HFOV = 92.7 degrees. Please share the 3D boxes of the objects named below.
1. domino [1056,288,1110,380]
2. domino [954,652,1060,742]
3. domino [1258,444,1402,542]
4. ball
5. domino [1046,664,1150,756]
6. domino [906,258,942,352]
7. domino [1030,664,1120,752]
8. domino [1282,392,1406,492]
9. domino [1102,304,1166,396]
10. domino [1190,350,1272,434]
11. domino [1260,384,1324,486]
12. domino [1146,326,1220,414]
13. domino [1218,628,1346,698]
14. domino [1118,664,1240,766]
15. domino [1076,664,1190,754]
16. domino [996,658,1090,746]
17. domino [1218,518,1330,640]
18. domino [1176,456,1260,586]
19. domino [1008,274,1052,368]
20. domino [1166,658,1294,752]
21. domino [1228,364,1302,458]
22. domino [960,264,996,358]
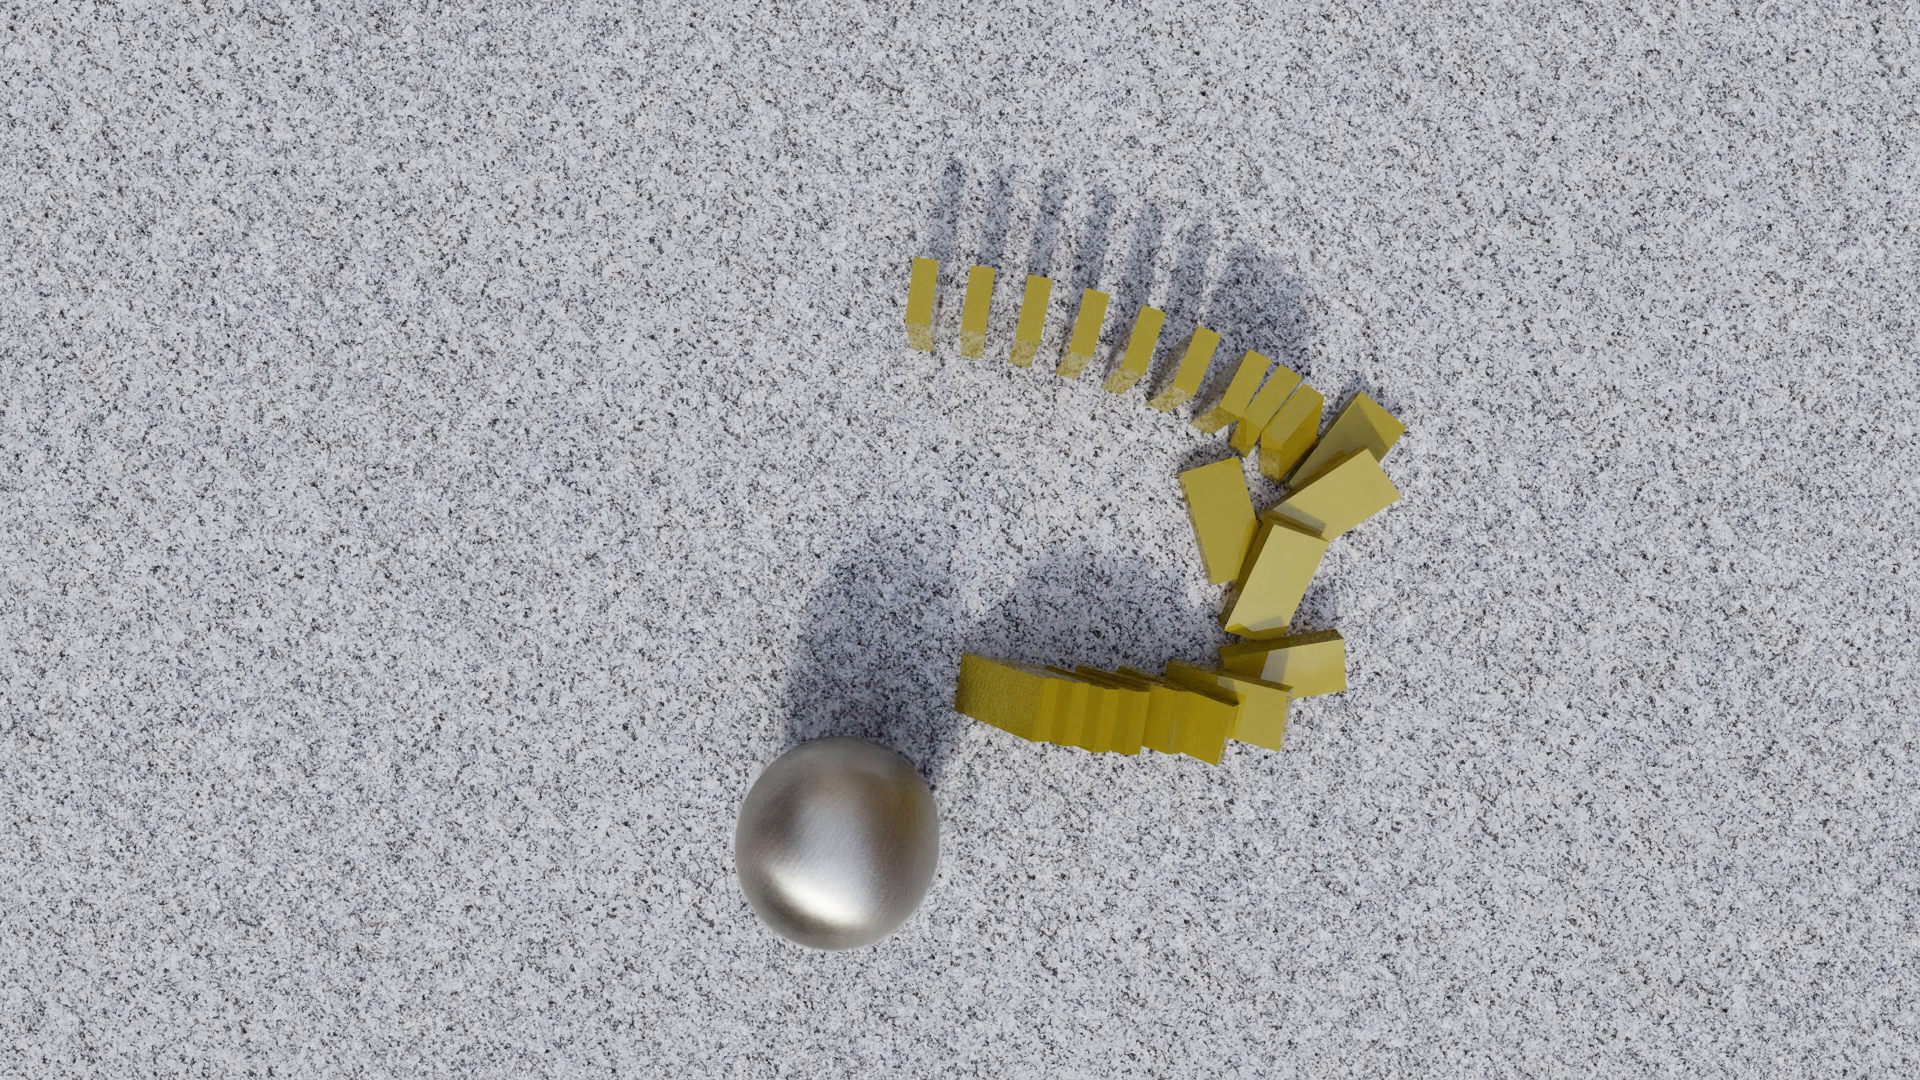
[{"bbox_3d":[0.049,-0.083,0.375,0.010,0.050,0.025,16,90,0],"label":"domino"},{"bbox_3d":[0.018,0.064,0.377,0.009,0.050,0.025,9,90,-38],"label":"domino"},{"bbox_3d":[0.154,-0.015,0.385,0.050,0.010,0.025,-36,95,19],"label":"domino"},{"bbox_3d":[-0.047,0.117,0.360,0.080,0.080,0.080,0,90,0],"label":"ball"},{"bbox_3d":[0.054,0.069,0.377,0.010,0.050,0.025,9,90,-38],"label":"domino"},{"bbox_3d":[-0.015,-0.095,0.375,0.010,0.050,0.025,8,90,0],"label":"domino"},{"bbox_3d":[0.042,0.068,0.377,0.009,0.050,0.025,9,90,-38],"label":"domino"},{"bbox_3d":[0.165,-0.036,0.395,0.025,0.010,0.050,38,90,0],"label":"domino"},{"bbox_3d":[0.070,-0.077,0.375,0.010,0.050,0.025,19,90,0],"label":"domino"},{"bbox_3d":[0.110,-0.060,0.375,0.009,0.050,0.025,28,90,2],"label":"domino"},{"bbox_3d":[0.135,-0.042,0.375,0.010,0.050,0.025,41,90,22],"label":"domino"},{"bbox_3d":[0.090,-0.069,0.375,0.009,0.050,0.025,23,90,0],"label":"domino"},{"bbox_3d":[0.137,0.055,0.390,0.050,0.010,0.025,-10,111,4],"label":"domino"},{"bbox_3d":[0.087,0.072,0.382,0.050,0.009,0.025,17,96,30],"label":"domino"},{"bbox_3d":[0.069,0.069,0.379,0.050,0.009,0.025,9,90,45],"label":"domino"},{"bbox_3d":[0.030,0.066,0.377,0.009,0.050,0.025,9,90,-38],"label":"domino"},{"bbox_3d":[0.132,0.018,0.386,0.025,0.010,0.050,17,109,-7],"label":"domino"},{"bbox_3d":[0.113,-0.008,0.395,0.025,0.010,0.050,-16,90,0],"label":"domino"},{"bbox_3d":[0.028,-0.088,0.375,0.010,0.050,0.025,12,90,0],"label":"domino"},{"bbox_3d":[0.110,0.068,0.381,0.050,0.009,0.025,11,102,32],"label":"domino"},{"bbox_3d":[0.124,-0.051,0.375,0.009,0.050,0.025,38,90,13],"label":"domino"},{"bbox_3d":[0.007,-0.092,0.375,0.009,0.050,0.025,9,90,0],"label":"domino"}]
